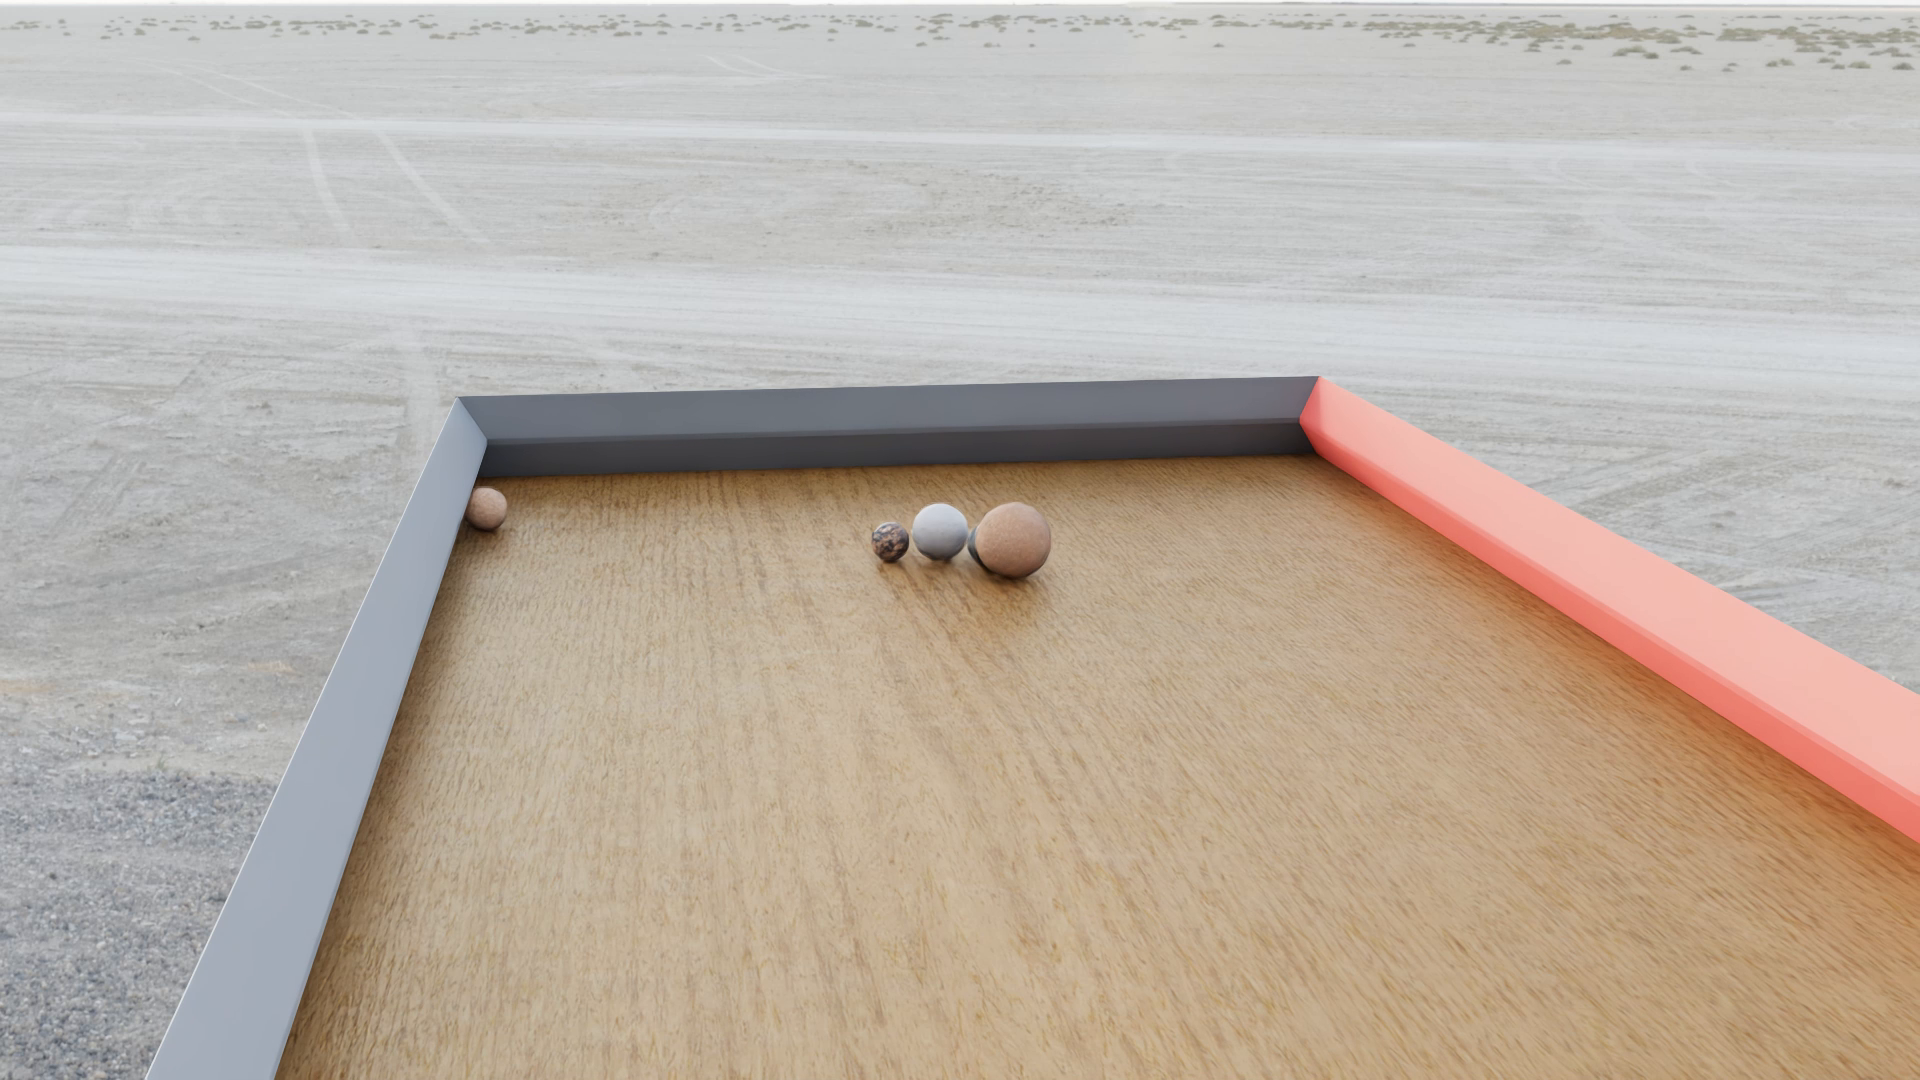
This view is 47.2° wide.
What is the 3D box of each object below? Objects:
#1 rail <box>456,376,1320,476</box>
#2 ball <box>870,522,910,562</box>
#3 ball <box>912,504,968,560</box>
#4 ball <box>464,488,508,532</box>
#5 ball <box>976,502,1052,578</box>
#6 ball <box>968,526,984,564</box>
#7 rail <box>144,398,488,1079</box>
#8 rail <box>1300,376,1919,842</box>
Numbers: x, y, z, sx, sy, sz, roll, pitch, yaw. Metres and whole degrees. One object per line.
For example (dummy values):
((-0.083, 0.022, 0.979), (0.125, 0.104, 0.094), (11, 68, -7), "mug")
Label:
((-0.089, -0.171, 3.372), (1.337, 0.122, 0.045), (-2, 14, -8), "rail")
((-0.090, 0.002, 2.810), (0.050, 0.050, 0.050), (0, 14, 0), "ball")
((-0.025, -0.010, 2.812), (0.073, 0.073, 0.073), (0, 14, 0), "ball")
((-0.641, -0.041, 2.969), (0.059, 0.059, 0.059), (0, 14, 0), "ball")
((0.067, 0.001, 2.721), (0.094, 0.094, 0.094), (0, 14, 0), "ball")
((0.036, 0.005, 2.788), (0.054, 0.054, 0.054), (0, 14, 0), "ball")
((-0.546, 0.144, 2.064), (0.045, 0.122, 2.580), (-2, 14, -8), "rail")
((0.730, 0.100, 2.243), (0.045, 0.122, 2.580), (-2, 14, -8), "rail")
